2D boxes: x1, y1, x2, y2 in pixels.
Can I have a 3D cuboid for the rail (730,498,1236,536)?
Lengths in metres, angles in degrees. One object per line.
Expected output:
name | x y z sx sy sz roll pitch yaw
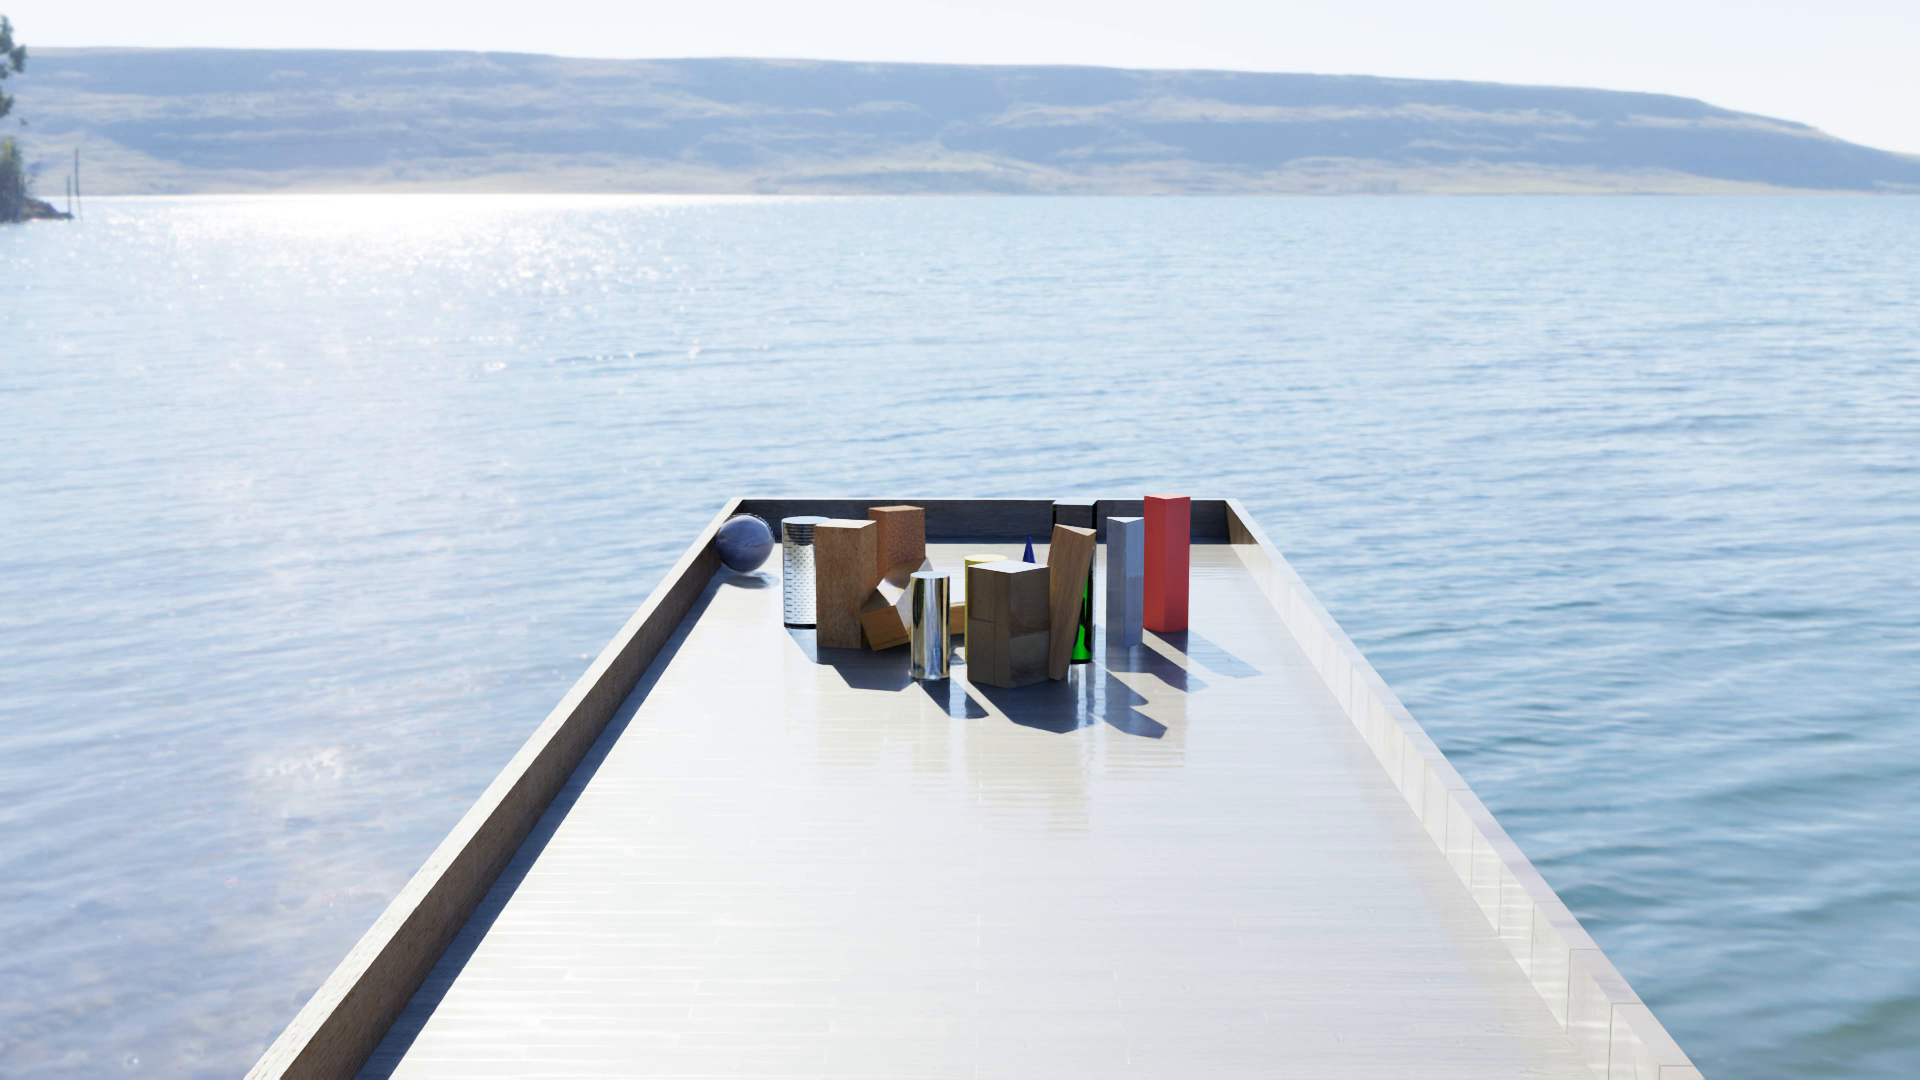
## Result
rail | 0.099 -0.098 9.147 2.100 0.150 0.050 0 9 1

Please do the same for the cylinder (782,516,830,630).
cylinder | -0.501 0.107 7.215 0.162 0.349 0.162 0 9 0

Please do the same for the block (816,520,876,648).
block | -0.358 0.137 6.928 0.149 0.382 0.149 3 9 18

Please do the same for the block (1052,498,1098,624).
block | 0.374 0.079 7.194 0.129 0.412 0.129 2 9 11

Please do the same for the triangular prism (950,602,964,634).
triangular prism | 0.028 0.230 7.106 0.301 0.108 0.094 -6 -24 -33

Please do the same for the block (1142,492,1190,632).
block | 0.671 0.073 7.156 0.107 0.437 0.107 -7 11 -37

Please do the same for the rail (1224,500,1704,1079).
rail | 1.046 0.843 3.208 0.050 0.150 12.000 0 9 1

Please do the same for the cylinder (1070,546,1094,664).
cylinder | 0.348 0.195 6.665 0.112 0.348 0.112 0 9 0

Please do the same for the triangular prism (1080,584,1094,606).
triangular prism | 0.297 0.203 7.468 0.090 0.078 0.439 7 12 37

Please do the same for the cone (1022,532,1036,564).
cone | 0.216 0.150 6.912 0.154 0.361 0.154 0 9 0

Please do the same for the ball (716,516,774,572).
ball | -0.807 0.015 8.233 0.213 0.213 0.213 0 9 0

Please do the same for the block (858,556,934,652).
block | -0.187 0.200 6.959 0.129 0.129 0.388 -16 17 21

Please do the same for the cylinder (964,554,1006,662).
cylinder | 0.078 0.211 6.668 0.128 0.317 0.128 0 9 0

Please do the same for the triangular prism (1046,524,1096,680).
triangular prism | 0.320 0.181 6.453 0.112 0.436 0.130 0 15 -46

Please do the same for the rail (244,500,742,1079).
rail | -1.004 0.839 3.234 0.050 0.150 12.000 0 9 1

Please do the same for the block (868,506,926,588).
block | -0.204 0.086 7.232 0.138 0.380 0.138 -5 7 -27

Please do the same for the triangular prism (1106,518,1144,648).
triangular prism | 0.504 0.130 6.917 0.100 0.398 0.115 6 11 34

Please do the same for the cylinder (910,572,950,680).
cylinder | -0.087 0.252 6.451 0.116 0.304 0.116 0 9 0

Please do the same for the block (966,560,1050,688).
block | 0.141 0.242 6.400 0.169 0.337 0.169 8 12 43
